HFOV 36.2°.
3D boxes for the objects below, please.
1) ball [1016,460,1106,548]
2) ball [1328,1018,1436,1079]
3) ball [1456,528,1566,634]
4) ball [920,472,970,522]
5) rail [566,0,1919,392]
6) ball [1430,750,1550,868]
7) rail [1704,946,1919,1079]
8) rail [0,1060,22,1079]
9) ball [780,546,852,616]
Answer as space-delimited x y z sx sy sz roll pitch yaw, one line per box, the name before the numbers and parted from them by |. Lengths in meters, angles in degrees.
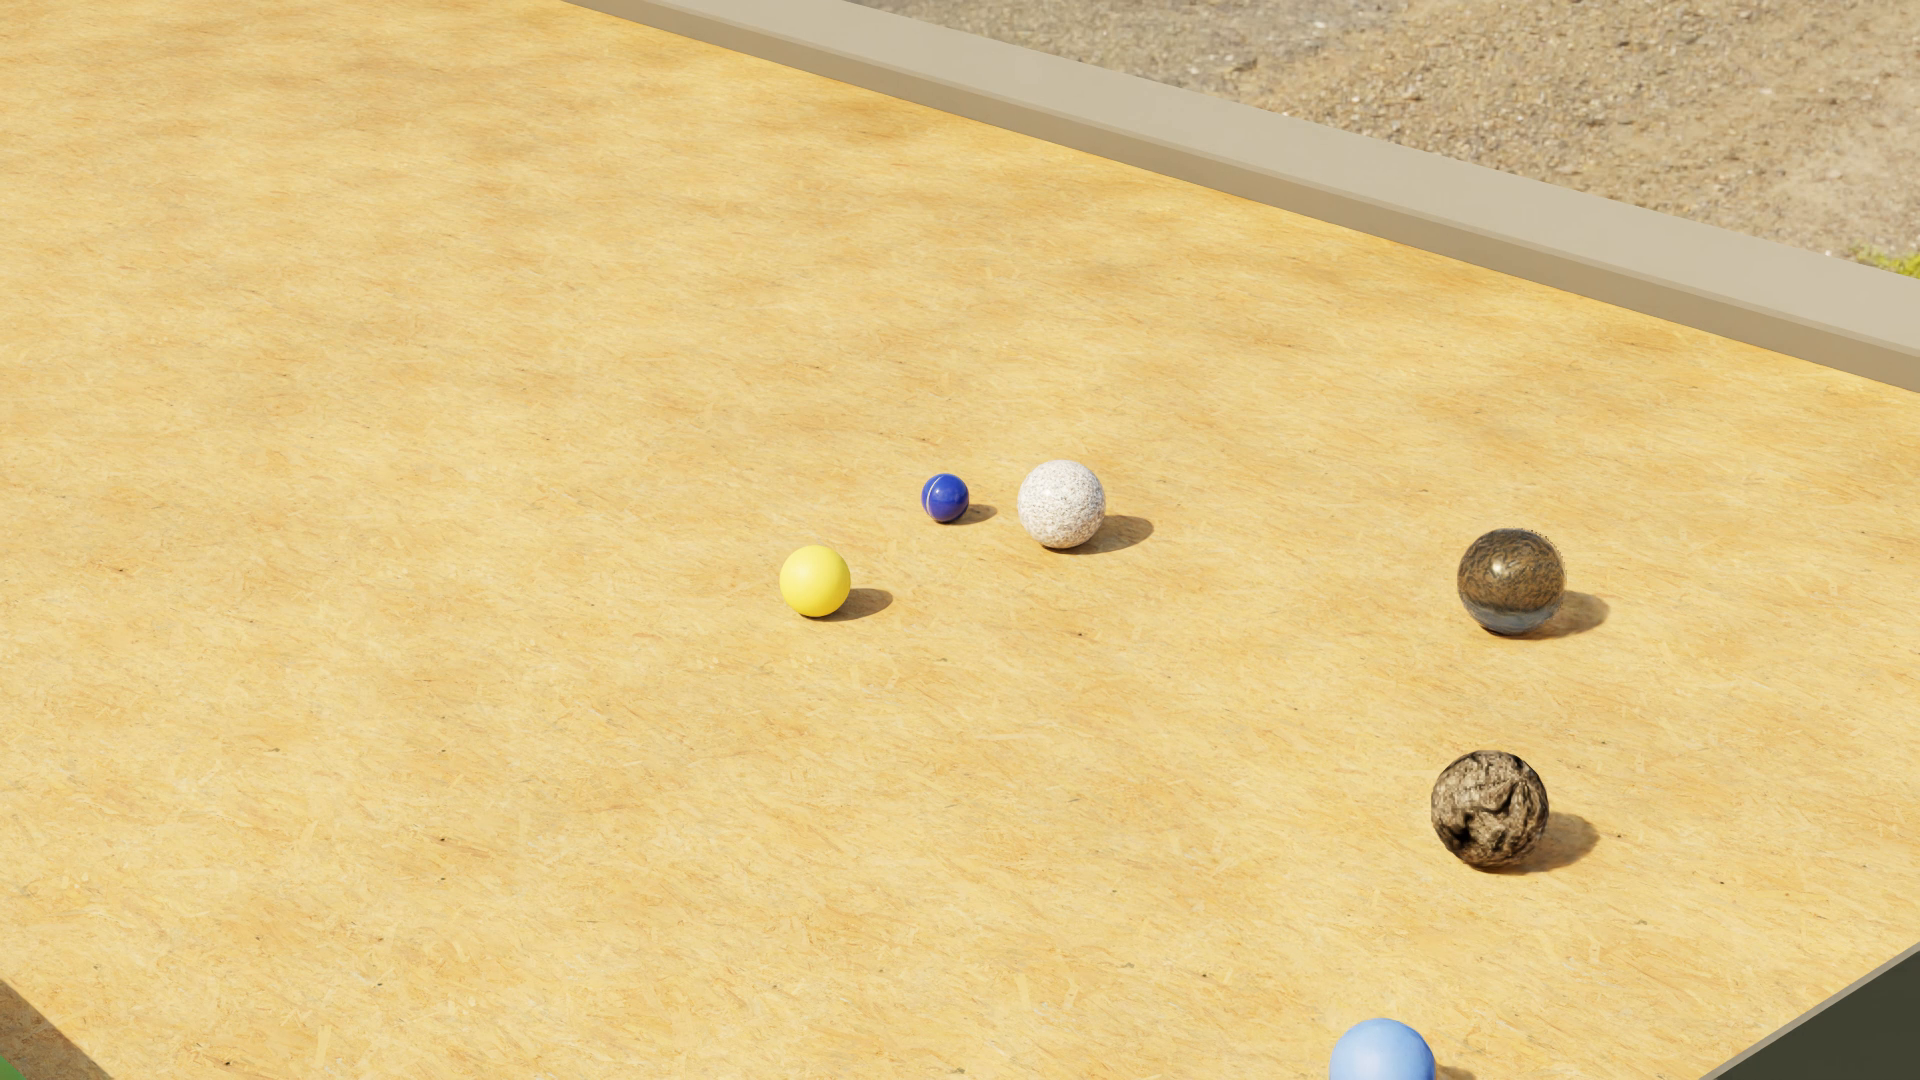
ball | 0.085 -0.030 2.450 0.075 0.075 0.075 0 23 0
ball | 0.241 0.304 1.678 0.061 0.061 0.061 0 23 0
ball | 0.429 0.032 2.294 0.083 0.083 0.083 0 23 0
ball | -0.013 -0.036 2.506 0.042 0.042 0.042 0 23 0
rail | 0.095 -0.538 3.607 0.045 0.108 3.730 -19 29 -38
ball | 0.352 0.178 1.953 0.078 0.078 0.078 0 23 0
rail | 0.603 0.244 1.755 1.956 0.108 0.045 -19 29 -38
rail | -1.333 -0.045 2.441 0.045 0.108 3.730 -19 29 -38
ball | -0.114 0.032 2.325 0.057 0.057 0.057 0 23 0
